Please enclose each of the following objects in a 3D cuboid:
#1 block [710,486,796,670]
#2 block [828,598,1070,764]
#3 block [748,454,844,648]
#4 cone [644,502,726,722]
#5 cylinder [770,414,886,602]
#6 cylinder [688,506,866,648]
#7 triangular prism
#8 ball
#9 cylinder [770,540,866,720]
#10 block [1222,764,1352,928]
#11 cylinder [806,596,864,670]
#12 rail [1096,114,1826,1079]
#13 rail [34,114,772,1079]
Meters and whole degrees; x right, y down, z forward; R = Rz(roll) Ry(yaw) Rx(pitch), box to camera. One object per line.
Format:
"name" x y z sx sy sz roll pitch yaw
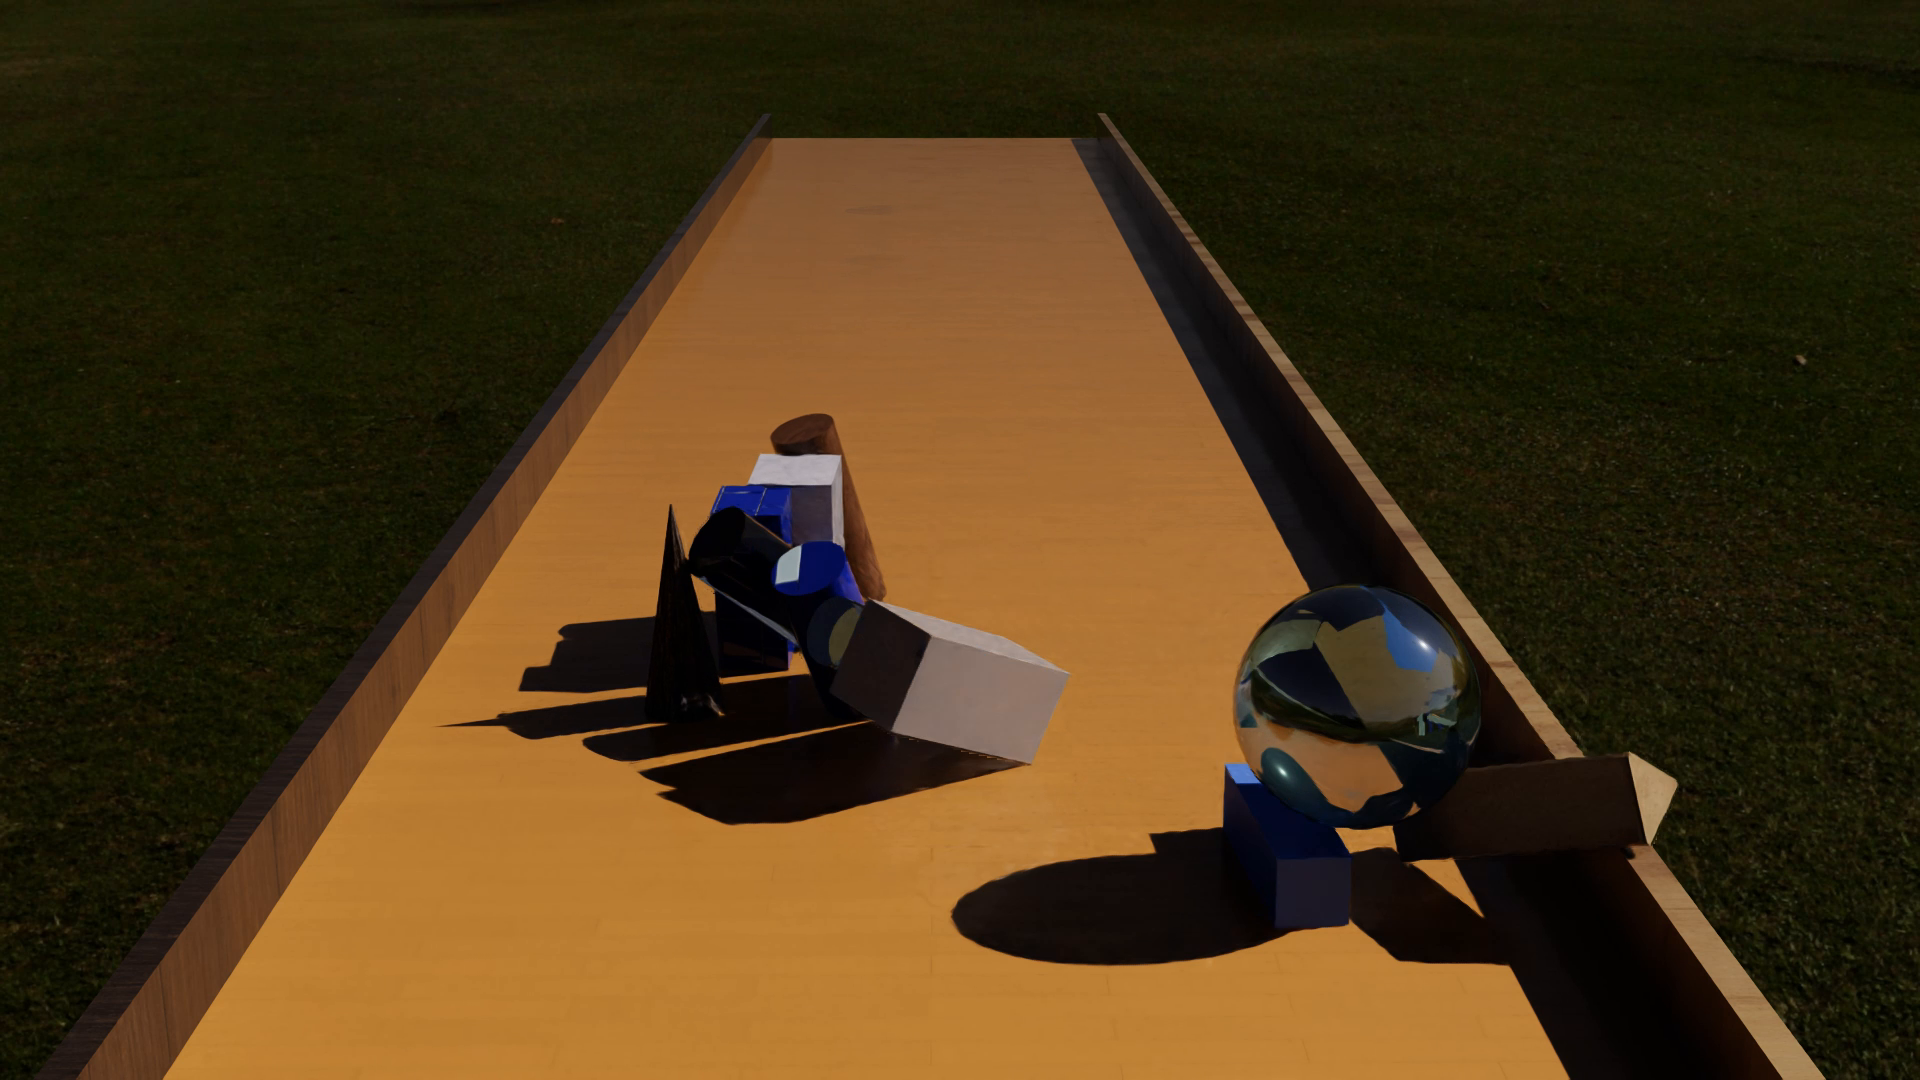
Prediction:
"block" -0.406 0.076 4.353 0.138 0.337 0.138 1 25 4
"block" -0.015 0.248 3.819 0.360 0.175 0.175 18 7 -45
"block" -0.330 0.022 4.494 0.167 0.358 0.167 1 23 4
"cone" -0.526 0.121 4.097 0.153 0.408 0.153 -2 17 0
"cylinder" -0.275 -0.052 4.639 0.137 0.412 0.137 -13 26 6
"cylinder" -0.307 0.111 4.166 0.432 0.150 0.150 37 -7 -34
"triangular prism" 0.846 0.387 3.338 0.436 0.116 0.133 -13 28 46
"ball" 0.599 0.251 3.329 0.372 0.372 0.372 0 17 0
"cylinder" -0.230 0.168 4.043 0.142 0.324 0.142 -11 40 10
"block" 0.507 0.472 3.443 0.112 0.112 0.370 -2 17 -5
"cylinder" -0.087 0.217 3.954 0.123 0.123 0.419 17 -5 44
"rail" 0.932 -0.844 7.801 0.050 0.150 12.000 0 17 -1
"rail" -1.118 -0.838 7.780 0.050 0.150 12.000 0 17 -1
